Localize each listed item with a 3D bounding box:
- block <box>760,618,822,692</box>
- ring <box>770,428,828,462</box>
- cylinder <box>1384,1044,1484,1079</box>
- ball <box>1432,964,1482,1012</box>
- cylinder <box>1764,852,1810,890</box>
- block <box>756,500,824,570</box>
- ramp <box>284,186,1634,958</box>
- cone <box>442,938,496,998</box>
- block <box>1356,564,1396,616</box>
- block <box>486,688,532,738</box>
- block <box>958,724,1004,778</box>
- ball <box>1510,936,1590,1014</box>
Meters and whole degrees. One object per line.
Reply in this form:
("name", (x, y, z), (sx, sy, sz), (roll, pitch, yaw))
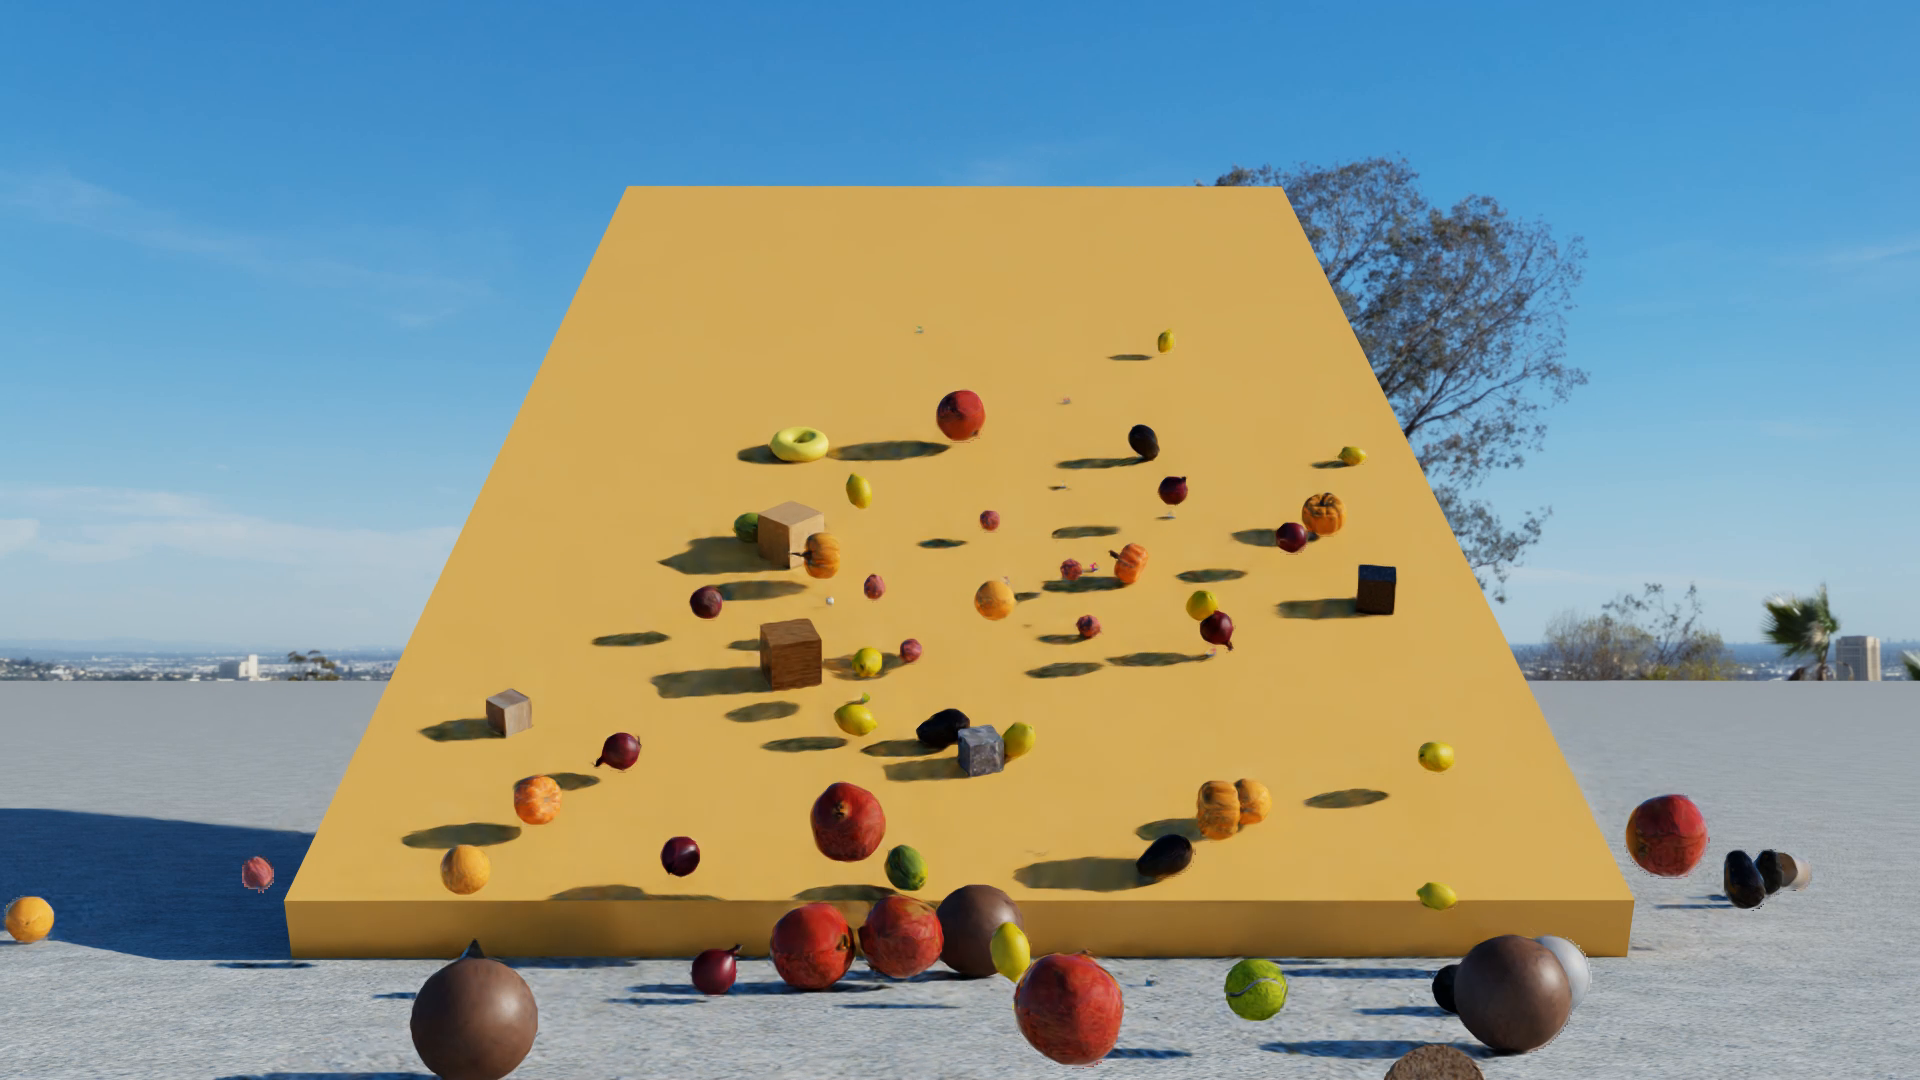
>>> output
("block", (-0.297, 0.201, 4.082), (0.090, 0.090, 0.090), (-7, 25, -16))
("ring", (-0.351, -0.208, 5.068), (0.127, 0.042, 0.127), (1, 28, -1))
("cylinder", (0.402, 0.473, 1.976), (0.082, 0.082, 0.082), (0, -16, 6))
("ball", (0.623, 0.562, 2.912), (0.060, 0.060, 0.060), (0, -3, 0))
("cylinder", (1.566, 0.627, 4.402), (0.065, 0.065, 0.065), (-3, -12, 41))
("block", (-0.332, -0.010, 4.557), (0.092, 0.092, 0.092), (21, 31, 39))
("ramp", (-0.008, -0.228, 5.290), (2.000, 0.100, 4.000), (0, 24, 0))
("cone", (-0.641, 0.553, 3.054), (0.071, 0.071, 0.071), (10, 22, -4))
("block", (0.780, 0.093, 4.357), (0.069, 0.069, 0.069), (4, 24, 9))
("block", (-0.760, 0.292, 3.919), (0.054, 0.054, 0.054), (22, 32, 40))
("block", (0.033, 0.344, 3.798), (0.058, 0.058, 0.058), (-9, 25, -20))
("ball", (0.738, 0.544, 2.911), (0.096, 0.096, 0.096), (0, -3, 0))
